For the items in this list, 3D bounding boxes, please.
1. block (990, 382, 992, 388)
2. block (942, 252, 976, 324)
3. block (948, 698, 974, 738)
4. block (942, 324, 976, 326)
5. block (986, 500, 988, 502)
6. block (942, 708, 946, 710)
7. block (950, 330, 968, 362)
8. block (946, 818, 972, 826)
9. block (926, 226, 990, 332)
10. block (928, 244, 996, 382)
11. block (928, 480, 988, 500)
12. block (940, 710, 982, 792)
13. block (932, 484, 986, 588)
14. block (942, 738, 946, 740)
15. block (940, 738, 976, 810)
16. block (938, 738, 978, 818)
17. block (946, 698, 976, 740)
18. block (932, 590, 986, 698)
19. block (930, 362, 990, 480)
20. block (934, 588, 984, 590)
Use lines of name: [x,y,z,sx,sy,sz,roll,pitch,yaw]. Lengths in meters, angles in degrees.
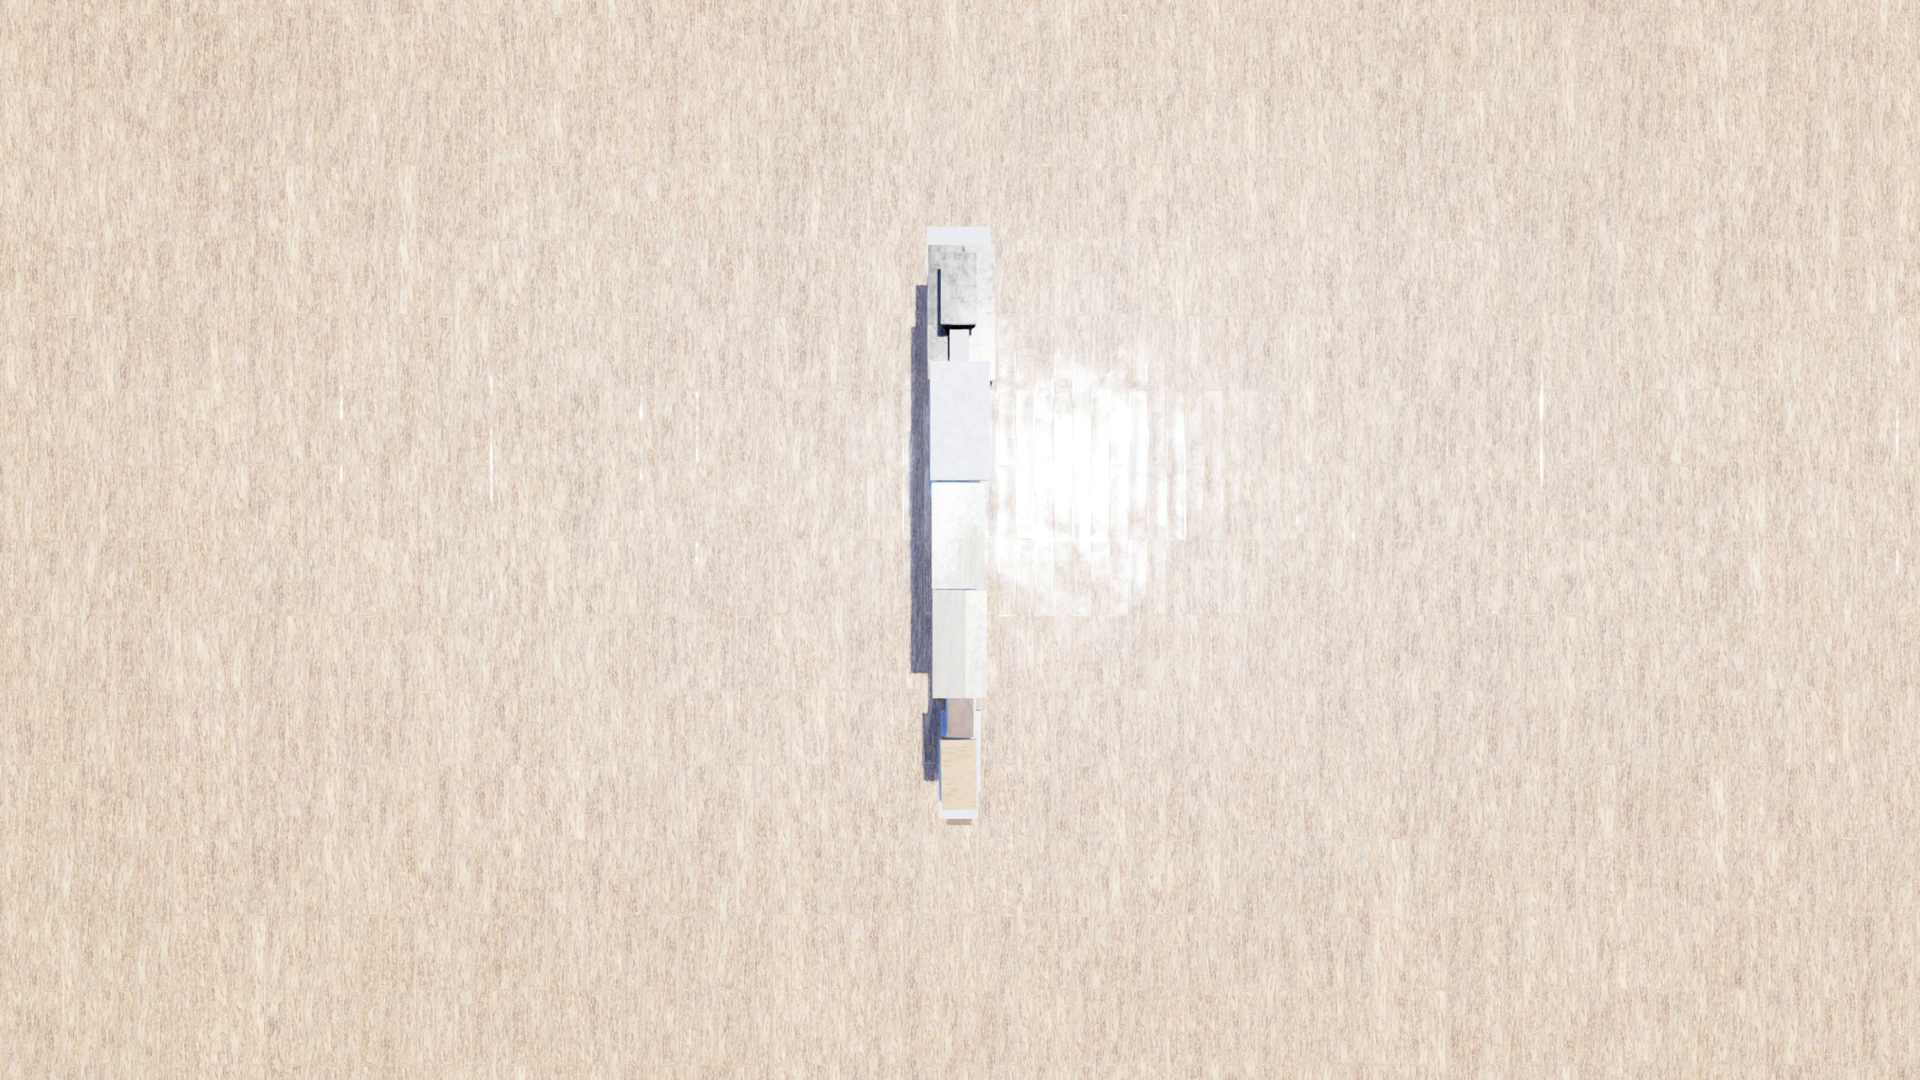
block: [0.004,-0.473,4.577,0.174,0.533,0.049,0,90,0]
block: [-0.002,-0.621,4.073,0.088,0.025,0.176,0,90,0]
block: [0.003,0.451,4.336,0.067,0.019,0.134,0,90,0]
block: [-0.002,-0.563,4.173,0.088,0.175,0.025,0,90,0]
block: [0.004,-0.256,4.636,0.148,0.042,0.295,0,90,0]
block: [0.002,0.531,4.899,0.116,0.232,0.033,1,90,0]
block: [-0.002,-0.481,4.158,0.048,0.014,0.096,0,90,0]
block: [-0.002,0.808,5.129,0.077,0.022,0.155,1,90,1]
block: [-0.004,-0.705,4.684,0.180,0.051,0.359,0,90,0]
block: [0.004,-0.589,4.286,0.174,0.049,0.348,0,90,0]
block: [-0.004,-0.258,4.291,0.151,0.043,0.302,0,90,0]
block: [0.001,0.608,4.766,0.116,0.033,0.232,1,90,0]
block: [-0.003,-0.010,3.997,0.127,0.036,0.255,0,90,0]
block: [-0.003,0.553,4.414,0.091,0.183,0.026,0,89,0]
block: [-0.003,0.613,4.309,0.091,0.026,0.183,-1,90,0]
block: [-0.005,0.654,4.520,0.107,0.030,0.214,0,90,0]
block: [0.003,0.462,4.491,0.079,0.022,0.157,0,90,0]
block: [-0.001,0.252,4.000,0.130,0.037,0.260,0,90,0]
block: [0.000,-0.286,3.966,0.142,0.040,0.283,0,90,0]
block: [-0.005,0.130,4.297,0.130,0.037,0.259,0,90,0]
